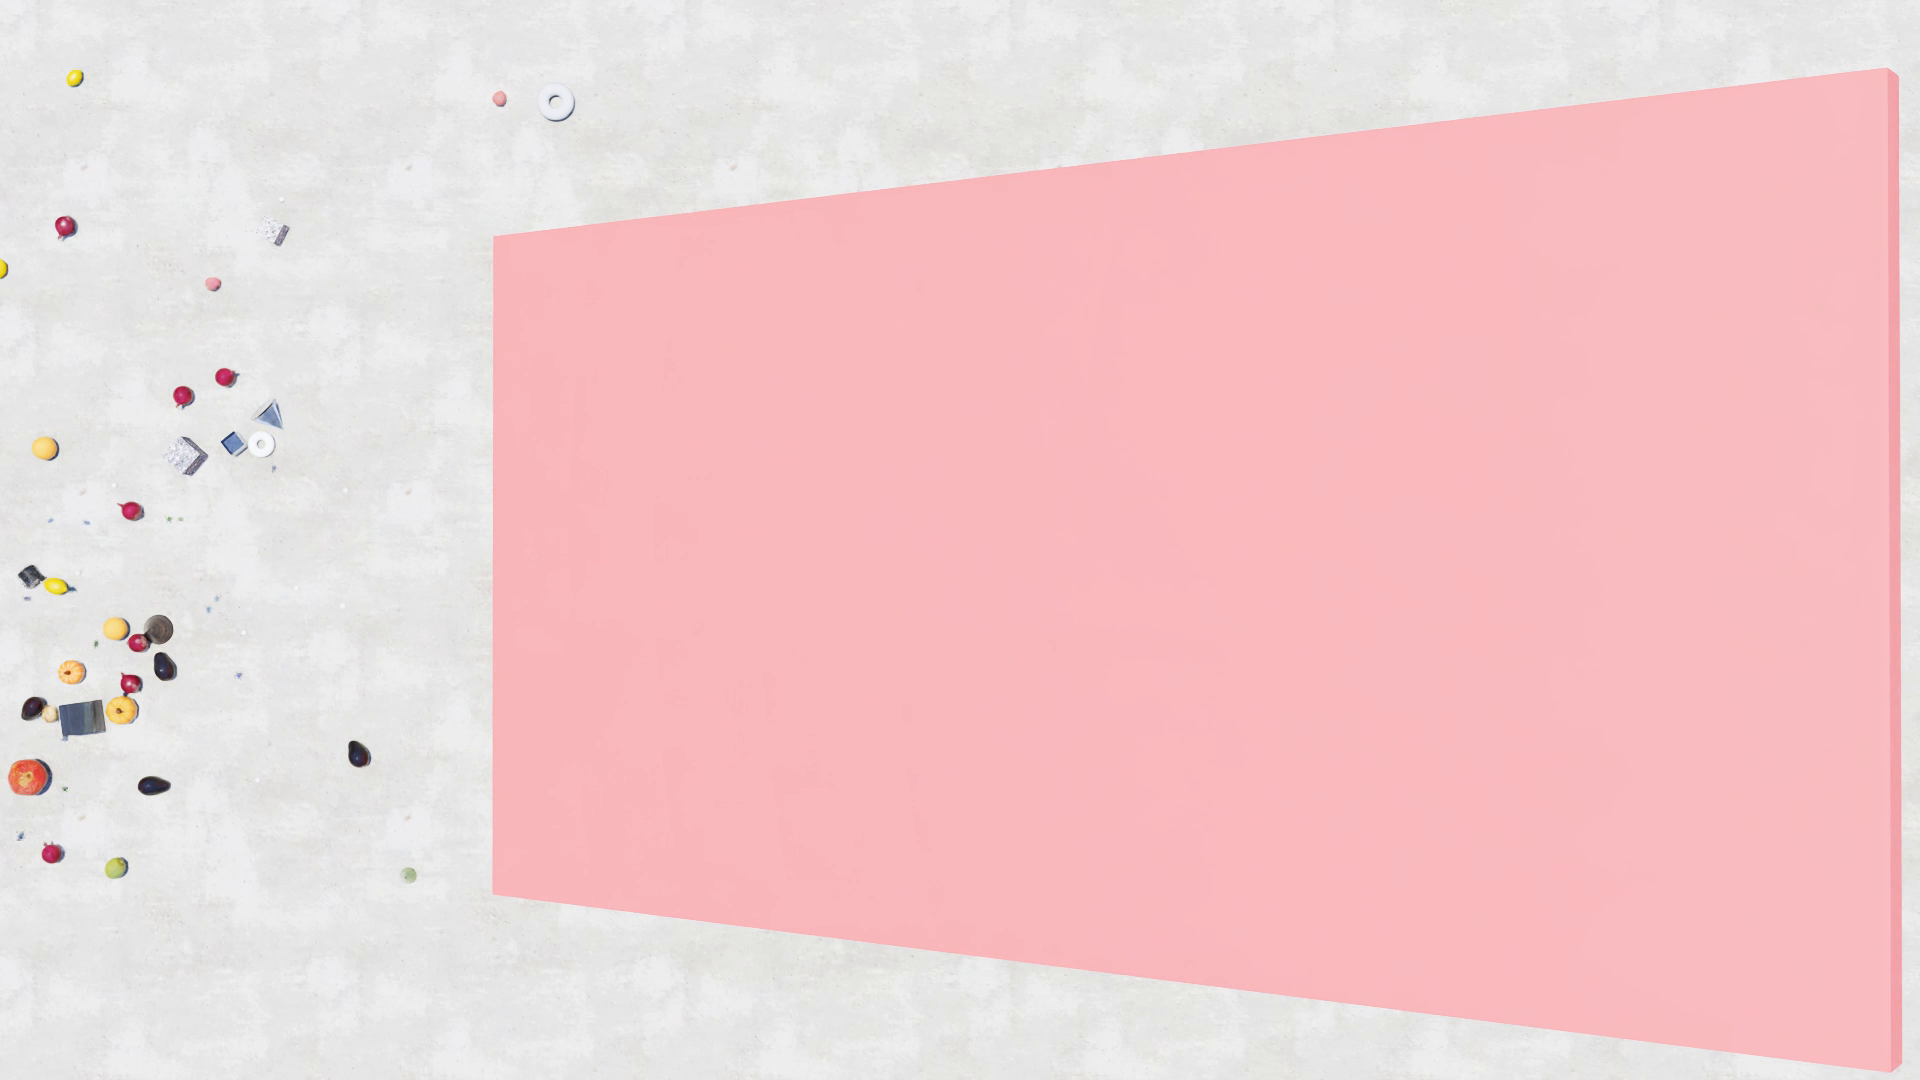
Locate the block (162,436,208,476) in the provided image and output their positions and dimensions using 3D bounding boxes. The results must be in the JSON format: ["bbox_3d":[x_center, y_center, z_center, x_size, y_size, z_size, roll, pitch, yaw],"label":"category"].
[{"bbox_3d":[-2.368,-0.257,6.723,0.082,0.082,0.082,42,90,0],"label":"block"}]

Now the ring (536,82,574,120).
[{"bbox_3d":[-1.242,-1.347,6.754,0.116,0.039,0.116,0,89,1],"label":"ring"}]

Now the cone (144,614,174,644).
[{"bbox_3d":[-2.464,0.275,6.714,0.093,0.093,0.093,0,90,0],"label":"cone"}]

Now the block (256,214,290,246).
[{"bbox_3d":[-2.106,-0.949,6.738,0.064,0.064,0.064,27,90,0],"label":"block"}]

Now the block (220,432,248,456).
[{"bbox_3d":[-2.221,-0.296,6.738,0.053,0.053,0.053,-39,90,0],"label":"block"}]

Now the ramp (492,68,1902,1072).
[{"bbox_3d":[0.243,0.067,5.567,4.000,0.100,2.000,0,89,35],"label":"ramp"}]

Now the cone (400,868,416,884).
[{"bbox_3d":[-1.694,1.031,6.728,0.052,0.052,0.052,0,90,0],"label":"cone"}]

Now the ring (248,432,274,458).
[{"bbox_3d":[-2.145,-0.294,6.751,0.081,0.027,0.081,0,91,-1],"label":"ring"}]

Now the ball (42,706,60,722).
[{"bbox_3d":[-2.786,0.534,6.733,0.051,0.051,0.051,0,90,0],"label":"ball"}]

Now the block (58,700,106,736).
[{"bbox_3d":[-2.678,0.543,6.710,0.096,0.096,0.096,-8,90,0],"label":"block"}]

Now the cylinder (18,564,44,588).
[{"bbox_3d":[-2.846,0.112,6.735,0.052,0.052,0.052,-39,90,0],"label":"cylinder"}]
